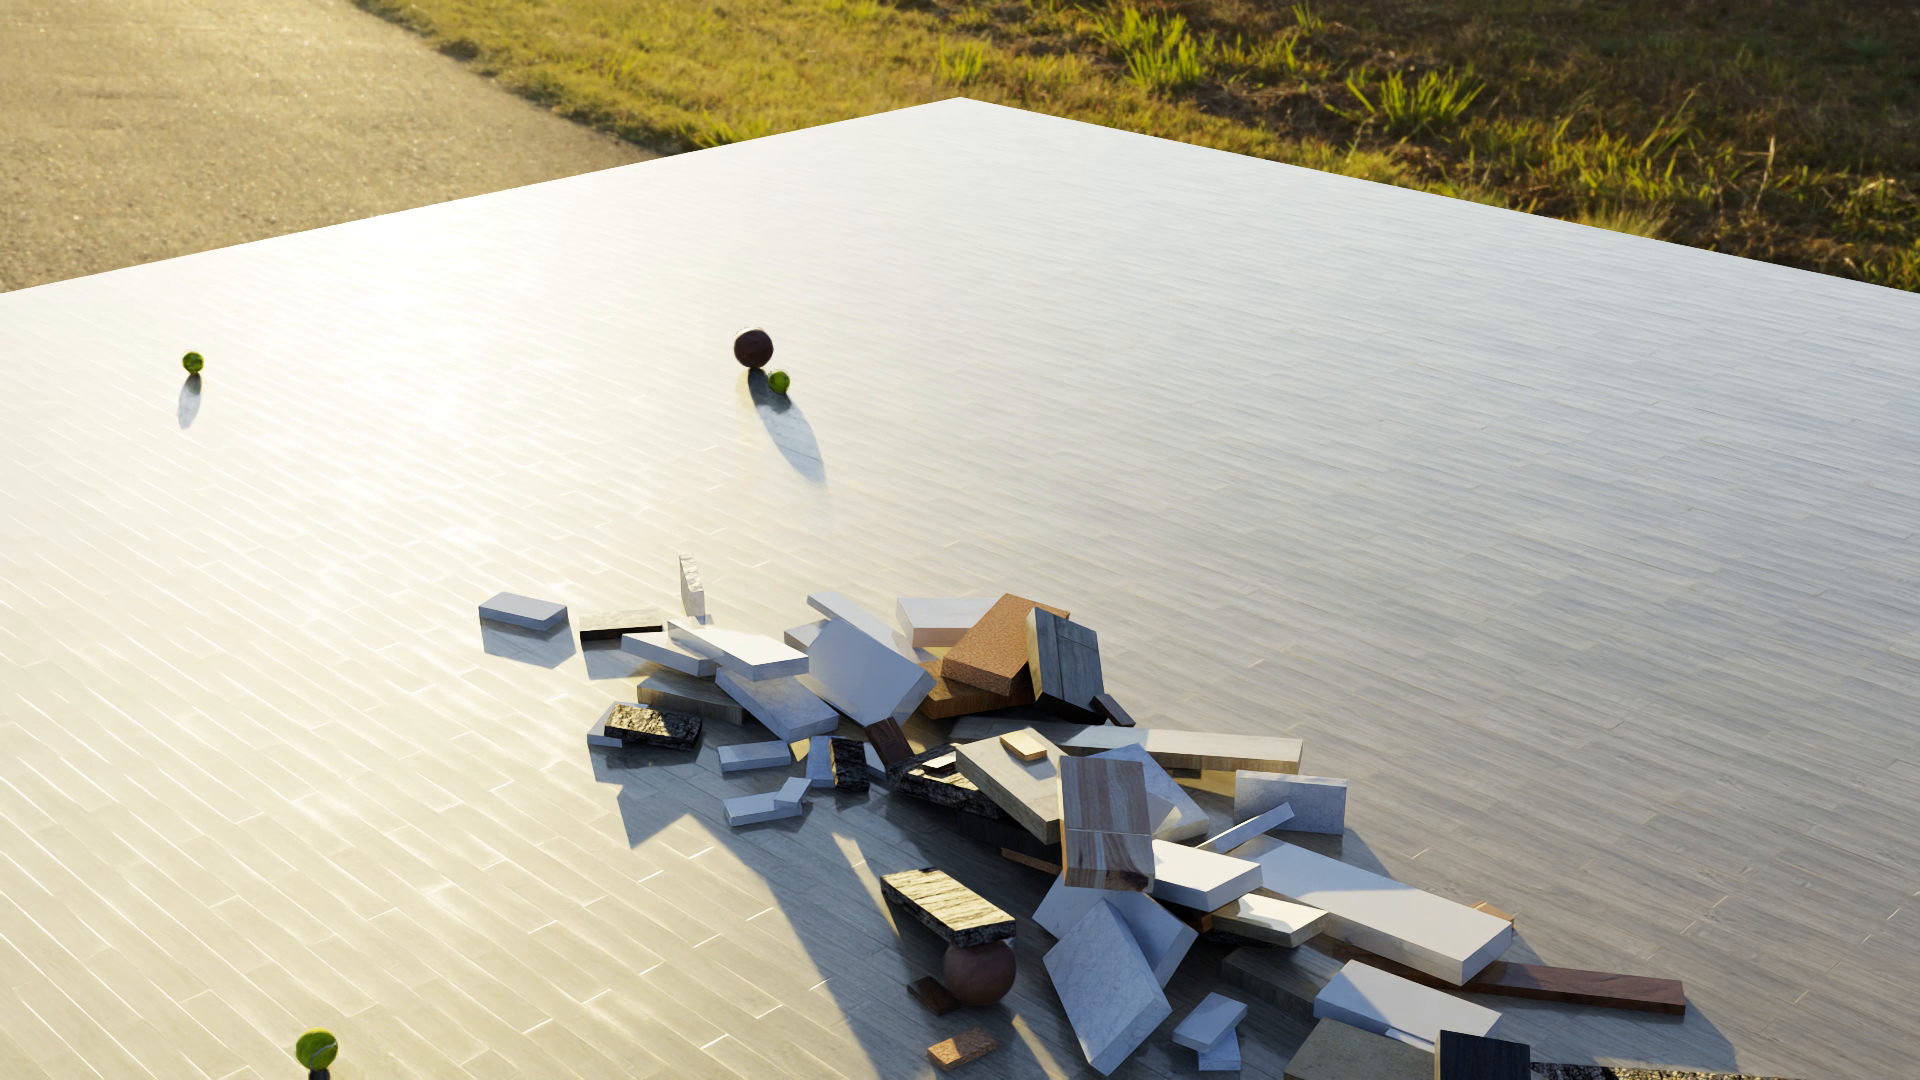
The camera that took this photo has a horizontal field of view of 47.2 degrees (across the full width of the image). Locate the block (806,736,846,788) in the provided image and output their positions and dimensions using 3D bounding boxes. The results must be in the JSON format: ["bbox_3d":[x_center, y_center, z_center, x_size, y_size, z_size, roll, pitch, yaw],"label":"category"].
[{"bbox_3d":[-0.281,0.464,4.609,0.073,0.021,0.146,1,33,2],"label":"block"}]

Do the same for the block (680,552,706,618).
[{"bbox_3d":[-0.646,0.130,5.306,0.033,0.116,0.232,-5,24,-12],"label":"block"}]

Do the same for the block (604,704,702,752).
[{"bbox_3d":[-0.660,0.404,4.736,0.194,0.027,0.097,10,25,1],"label":"block"}]

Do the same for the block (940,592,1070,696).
[{"bbox_3d":[0.107,0.233,4.987,0.162,0.046,0.402,17,25,16],"label":"block"}]

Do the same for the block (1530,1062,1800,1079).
[{"bbox_3d":[1.243,0.900,3.619,0.735,0.015,0.054,2,23,6],"label":"block"}]

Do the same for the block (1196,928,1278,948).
[{"bbox_3d":[0.511,0.701,4.002,0.198,0.028,0.099,-1,15,43],"label":"block"}]

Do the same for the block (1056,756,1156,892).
[{"bbox_3d":[0.264,0.516,4.021,0.158,0.045,0.316,5,33,-4],"label":"block"}]

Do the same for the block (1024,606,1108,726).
[{"bbox_3d":[0.233,0.284,4.876,0.162,0.046,0.323,23,29,-16],"label":"block"}]

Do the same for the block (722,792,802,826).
[{"bbox_3d":[-0.401,0.542,4.457,0.146,0.021,0.073,-7,24,-17],"label":"block"}]

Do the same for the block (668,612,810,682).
[{"bbox_3d":[-0.504,0.238,4.941,0.134,0.038,0.469,-8,14,-29],"label":"block"}]

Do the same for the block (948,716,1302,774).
[{"bbox_3d":[0.348,0.434,4.644,0.736,0.033,0.116,3,19,13],"label":"block"}]

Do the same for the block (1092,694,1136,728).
[{"bbox_3d":[0.333,0.372,4.766,0.049,0.014,0.097,-3,41,-47],"label":"block"}]

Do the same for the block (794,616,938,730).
[{"bbox_3d":[-0.221,0.306,4.852,0.174,0.049,0.348,-51,42,-11],"label":"block"}]

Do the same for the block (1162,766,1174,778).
[{"bbox_3d":[0.355,0.483,4.593,0.160,0.023,0.080,-7,24,-16],"label":"block"}]

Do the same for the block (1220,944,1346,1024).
[{"bbox_3d":[0.646,0.793,3.842,0.366,0.039,0.139,20,30,39],"label":"block"}]

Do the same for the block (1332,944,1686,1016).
[{"bbox_3d":[0.967,0.778,3.899,0.606,0.022,0.076,4,23,10],"label":"block"}]

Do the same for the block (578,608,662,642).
[{"bbox_3d":[-0.810,0.202,5.249,0.193,0.027,0.097,-4,23,-9],"label":"block"}]

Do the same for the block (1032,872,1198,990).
[{"bbox_3d":[0.275,0.691,3.941,0.045,0.158,0.316,34,-2,-39],"label":"block"}]

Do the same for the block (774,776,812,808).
[{"bbox_3d":[-0.339,0.514,4.478,0.049,0.014,0.098,6,24,13],"label":"block"}]

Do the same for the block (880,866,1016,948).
[{"bbox_3d":[-0.028,0.660,3.975,0.109,0.031,0.466,-8,5,-18],"label":"block"}]

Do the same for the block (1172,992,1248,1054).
[{"bbox_3d":[0.426,0.822,3.746,0.070,0.020,0.140,15,27,31],"label":"block"}]

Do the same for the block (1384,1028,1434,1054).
[{"bbox_3d":[0.770,0.867,3.620,0.152,0.076,0.022,16,28,33],"label":"block"}]

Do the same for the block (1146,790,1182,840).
[{"bbox_3d":[0.296,0.538,4.360,0.267,0.038,0.134,23,65,43],"label":"block"}]

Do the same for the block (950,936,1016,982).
[{"bbox_3d":[0.041,0.747,3.975,0.068,0.019,0.136,11,25,24],"label":"block"}]

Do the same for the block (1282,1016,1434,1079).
[{"bbox_3d":[0.683,0.877,3.579,0.278,0.039,0.139,12,39,36],"label":"block"}]

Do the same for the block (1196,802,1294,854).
[{"bbox_3d":[0.540,0.576,4.283,0.218,0.031,0.109,-19,-11,-38],"label":"block"}]

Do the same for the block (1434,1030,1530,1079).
[{"bbox_3d":[0.817,0.907,3.435,0.144,0.041,0.287,9,43,4],"label":"block"}]

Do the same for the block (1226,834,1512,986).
[{"bbox_3d":[0.730,0.675,4.064,0.544,0.049,0.174,16,26,39],"label":"block"}]

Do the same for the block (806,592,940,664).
[{"bbox_3d":[-0.163,0.238,5.109,0.080,0.023,0.557,-7,26,-40],"label":"block"}]

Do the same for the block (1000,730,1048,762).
[{"bbox_3d":[0.124,0.403,4.313,0.049,0.014,0.098,-12,24,-28],"label":"block"}]

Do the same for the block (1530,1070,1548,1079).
[{"bbox_3d":[1.039,0.980,3.379,0.144,0.041,0.572,-25,33,-33],"label":"block"}]
